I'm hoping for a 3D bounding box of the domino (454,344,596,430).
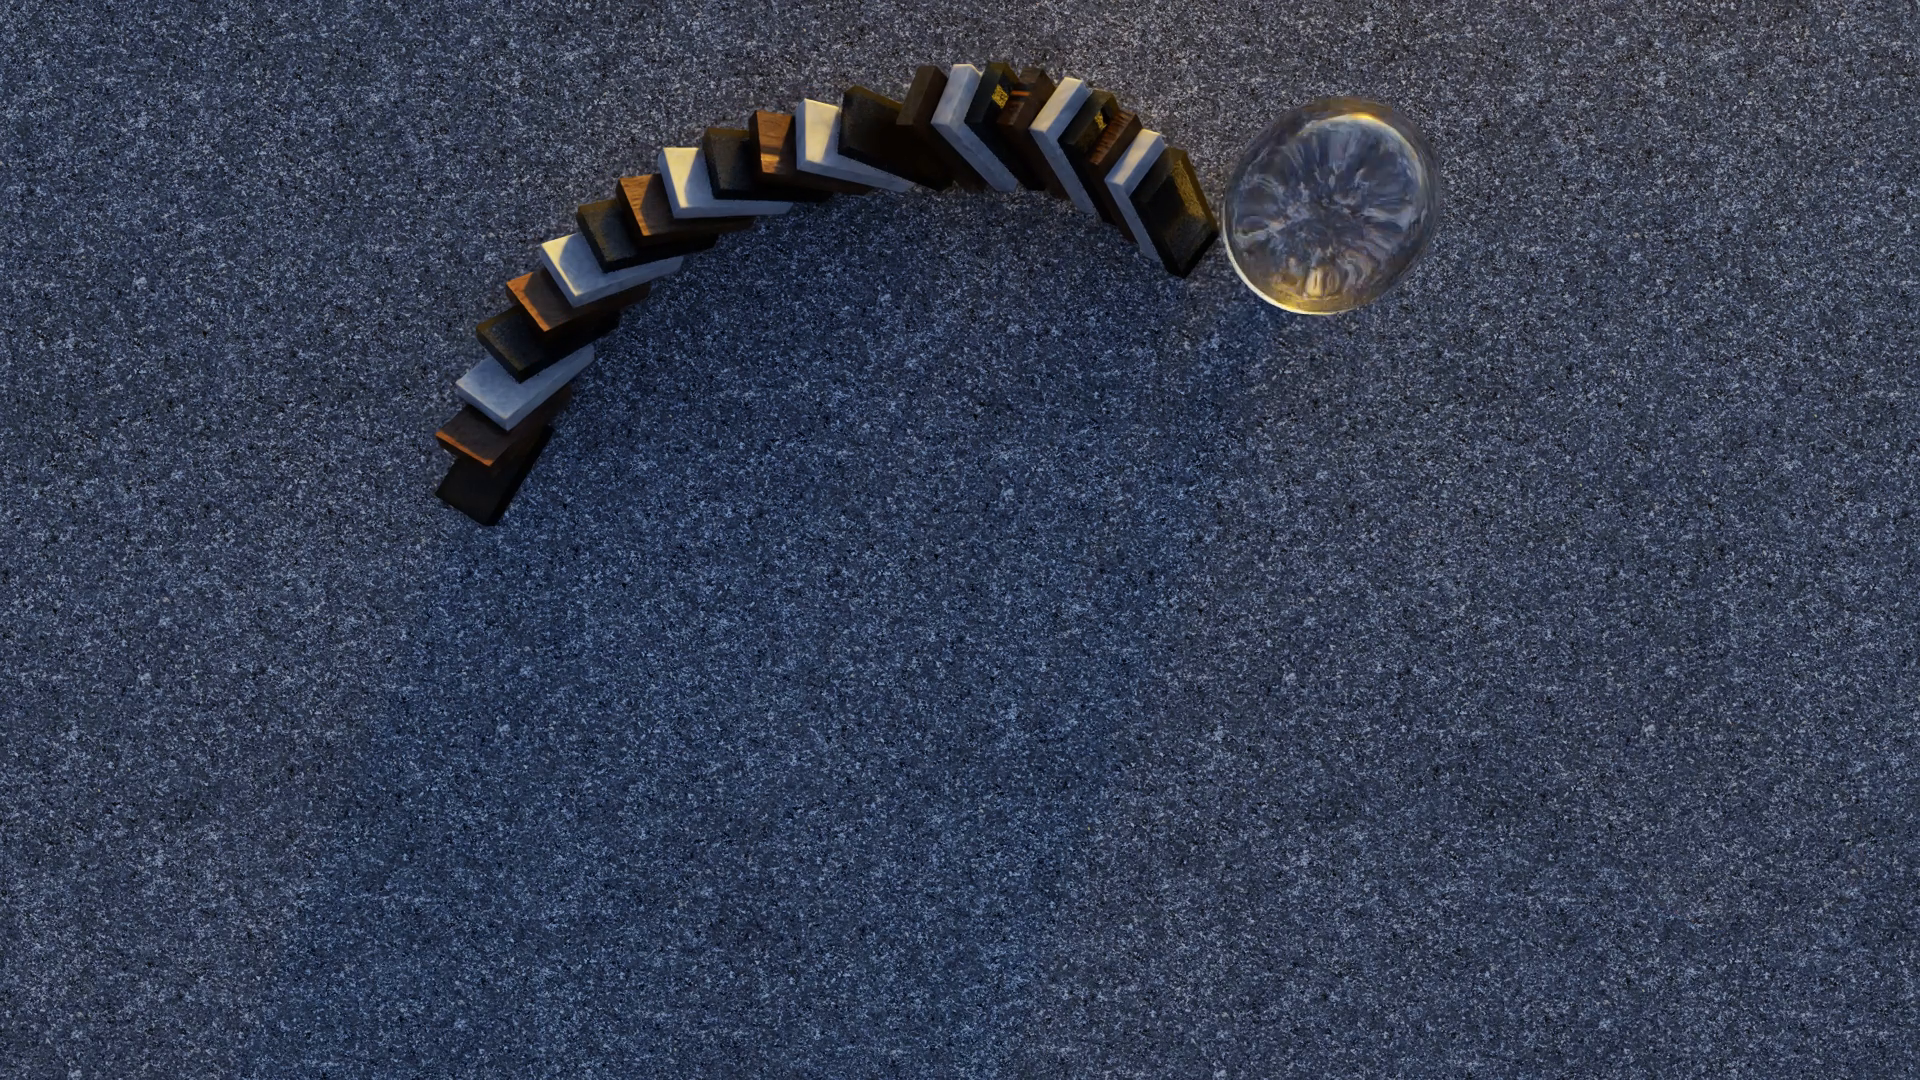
[{"bbox_3d":[-0.181,-0.071,0.383,0.025,0.010,0.050,36,60,0],"label":"domino"}]

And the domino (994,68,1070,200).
[{"bbox_3d":[0.036,-0.166,0.377,0.009,0.050,0.025,27,89,37],"label":"domino"}]

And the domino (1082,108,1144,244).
[{"bbox_3d":[0.070,-0.148,0.377,0.009,0.050,0.025,37,90,38],"label":"domino"}]

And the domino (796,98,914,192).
[{"bbox_3d":[-0.043,-0.164,0.382,0.050,0.009,0.025,-1,90,-33],"label":"domino"}]

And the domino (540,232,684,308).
[{"bbox_3d":[-0.145,-0.118,0.383,0.050,0.009,0.025,-33,90,-32],"label":"domino"}]

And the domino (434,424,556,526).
[{"bbox_3d":[-0.200,-0.034,0.395,0.025,0.009,0.050,32,90,0],"label":"domino"}]

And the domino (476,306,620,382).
[{"bbox_3d":[-0.171,-0.089,0.383,0.025,0.010,0.050,46,58,0],"label":"domino"}]

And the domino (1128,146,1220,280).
[{"bbox_3d":[0.089,-0.134,0.377,0.009,0.050,0.025,37,90,38],"label":"domino"}]

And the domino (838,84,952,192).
[{"bbox_3d":[-0.025,-0.166,0.382,0.050,0.010,0.025,7,88,-34],"label":"domino"}]

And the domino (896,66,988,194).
[{"bbox_3d":[-0.003,-0.168,0.377,0.010,0.050,0.025,22,90,38],"label":"domino"}]

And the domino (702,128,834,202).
[{"bbox_3d":[-0.080,-0.156,0.382,0.050,0.010,0.025,-12,90,-33],"label":"domino"}]

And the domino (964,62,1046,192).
[{"bbox_3d":[0.024,-0.169,0.377,0.009,0.050,0.025,22,90,37],"label":"domino"}]

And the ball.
[{"bbox_3d":[0.144,-0.129,0.360,0.080,0.080,0.080,0,90,0],"label":"ball"}]

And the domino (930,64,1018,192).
[{"bbox_3d":[0.010,-0.168,0.377,0.009,0.050,0.025,22,90,37],"label":"domino"}]

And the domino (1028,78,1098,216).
[{"bbox_3d":[0.049,-0.161,0.377,0.010,0.050,0.025,36,90,38],"label":"domino"}]

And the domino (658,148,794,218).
[{"bbox_3d":[-0.097,-0.149,0.383,0.050,0.009,0.025,-16,90,-33],"label":"domino"}]

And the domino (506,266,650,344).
[{"bbox_3d":[-0.159,-0.104,0.383,0.050,0.009,0.025,-38,90,-32],"label":"domino"}]

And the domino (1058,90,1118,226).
[{"bbox_3d":[0.061,-0.156,0.377,0.010,0.050,0.025,36,90,38],"label":"domino"}]

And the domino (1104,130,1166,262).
[{"bbox_3d":[0.079,-0.140,0.377,0.009,0.050,0.025,37,90,38],"label":"domino"}]

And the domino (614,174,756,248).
[{"bbox_3d":[-0.114,-0.140,0.383,0.050,0.009,0.025,-23,90,-33],"label":"domino"}]

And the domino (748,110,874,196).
[{"bbox_3d":[-0.062,-0.161,0.383,0.050,0.009,0.025,-6,90,-33],"label":"domino"}]

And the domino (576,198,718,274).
[{"bbox_3d":[-0.130,-0.130,0.383,0.050,0.009,0.025,-27,90,-33],"label":"domino"}]

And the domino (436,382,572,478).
[{"bbox_3d":[-0.189,-0.052,0.383,0.025,0.009,0.050,31,60,-1],"label":"domino"}]
